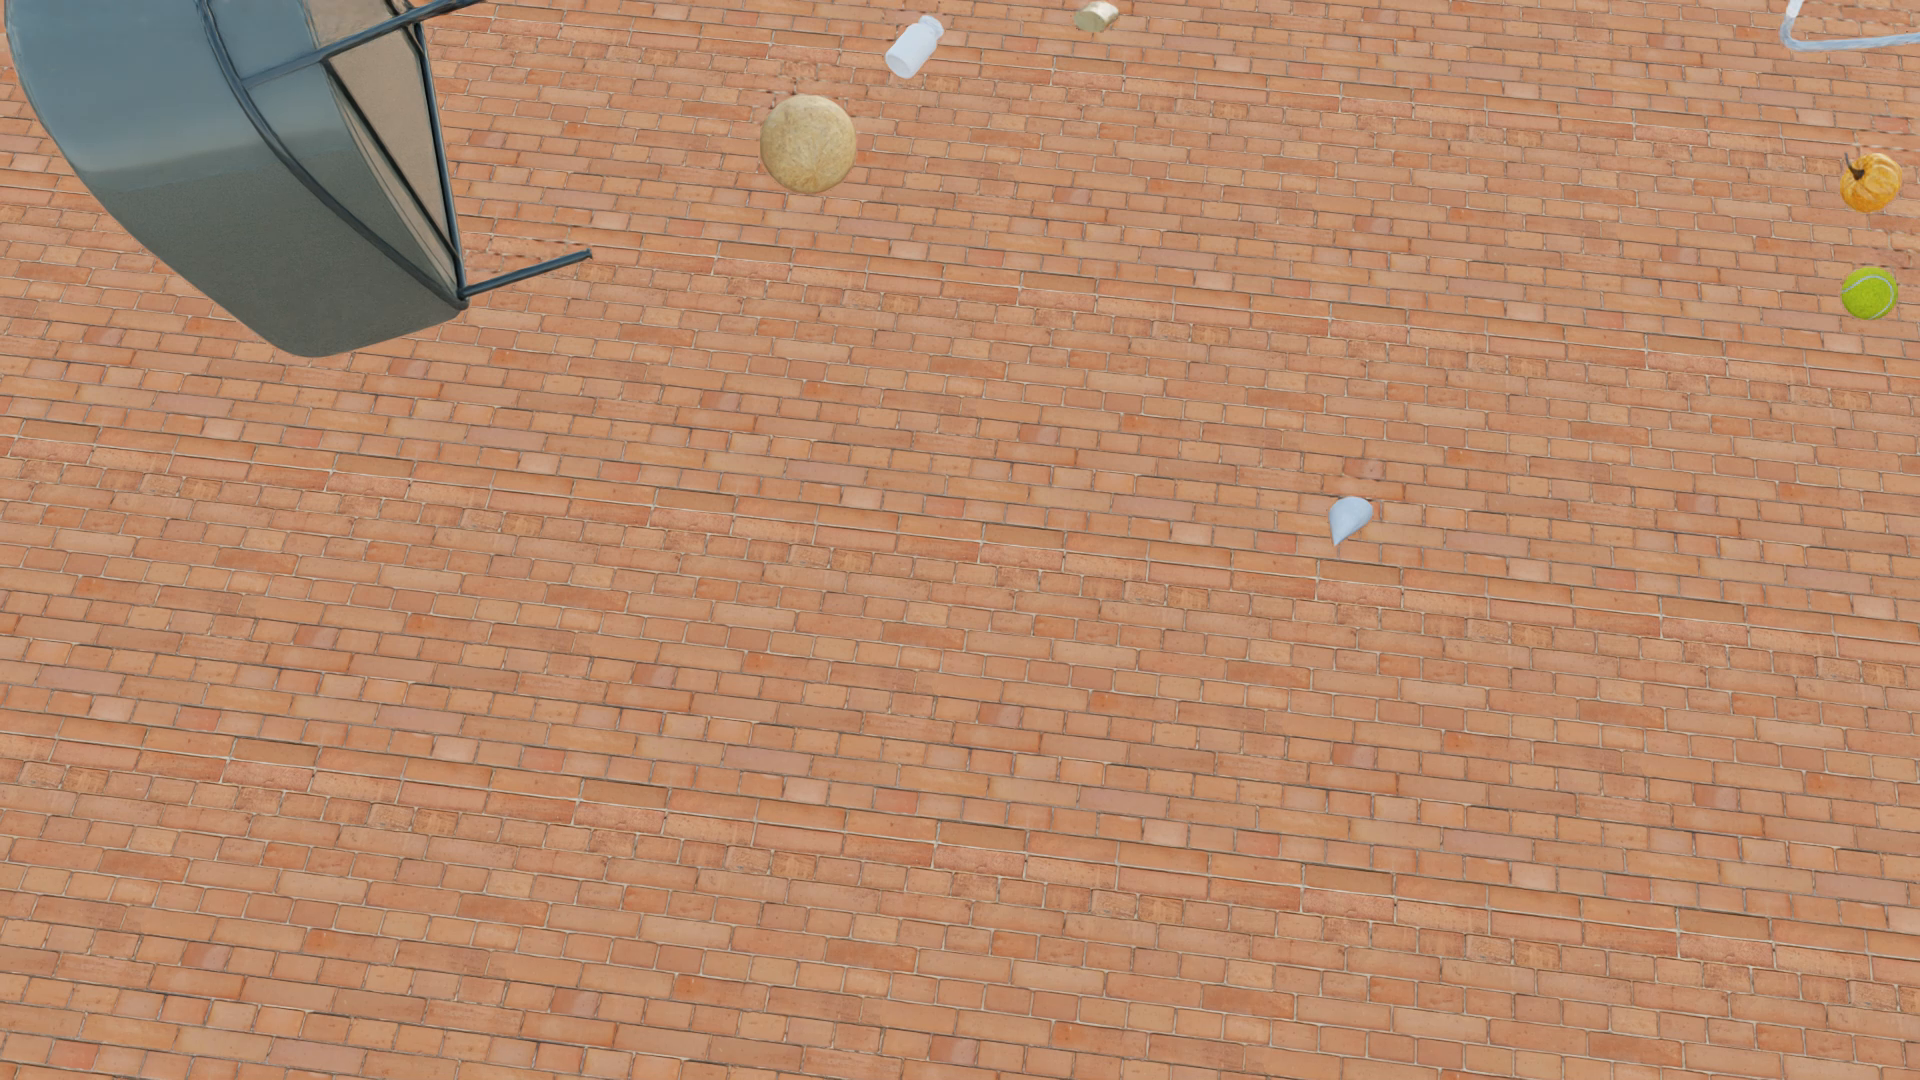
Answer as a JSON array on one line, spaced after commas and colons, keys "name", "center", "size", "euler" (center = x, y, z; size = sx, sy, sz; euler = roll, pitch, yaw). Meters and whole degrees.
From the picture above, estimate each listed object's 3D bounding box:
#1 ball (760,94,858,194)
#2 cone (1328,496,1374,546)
[{"name": "ball", "center": [-0.303, -0.791, 4.395], "size": [0.196, 0.196, 0.196], "euler": [0, 56, 0]}, {"name": "cone", "center": [0.577, -0.015, 3.319], "size": [0.058, 0.107, 0.065], "euler": [32, 63, -3]}]
